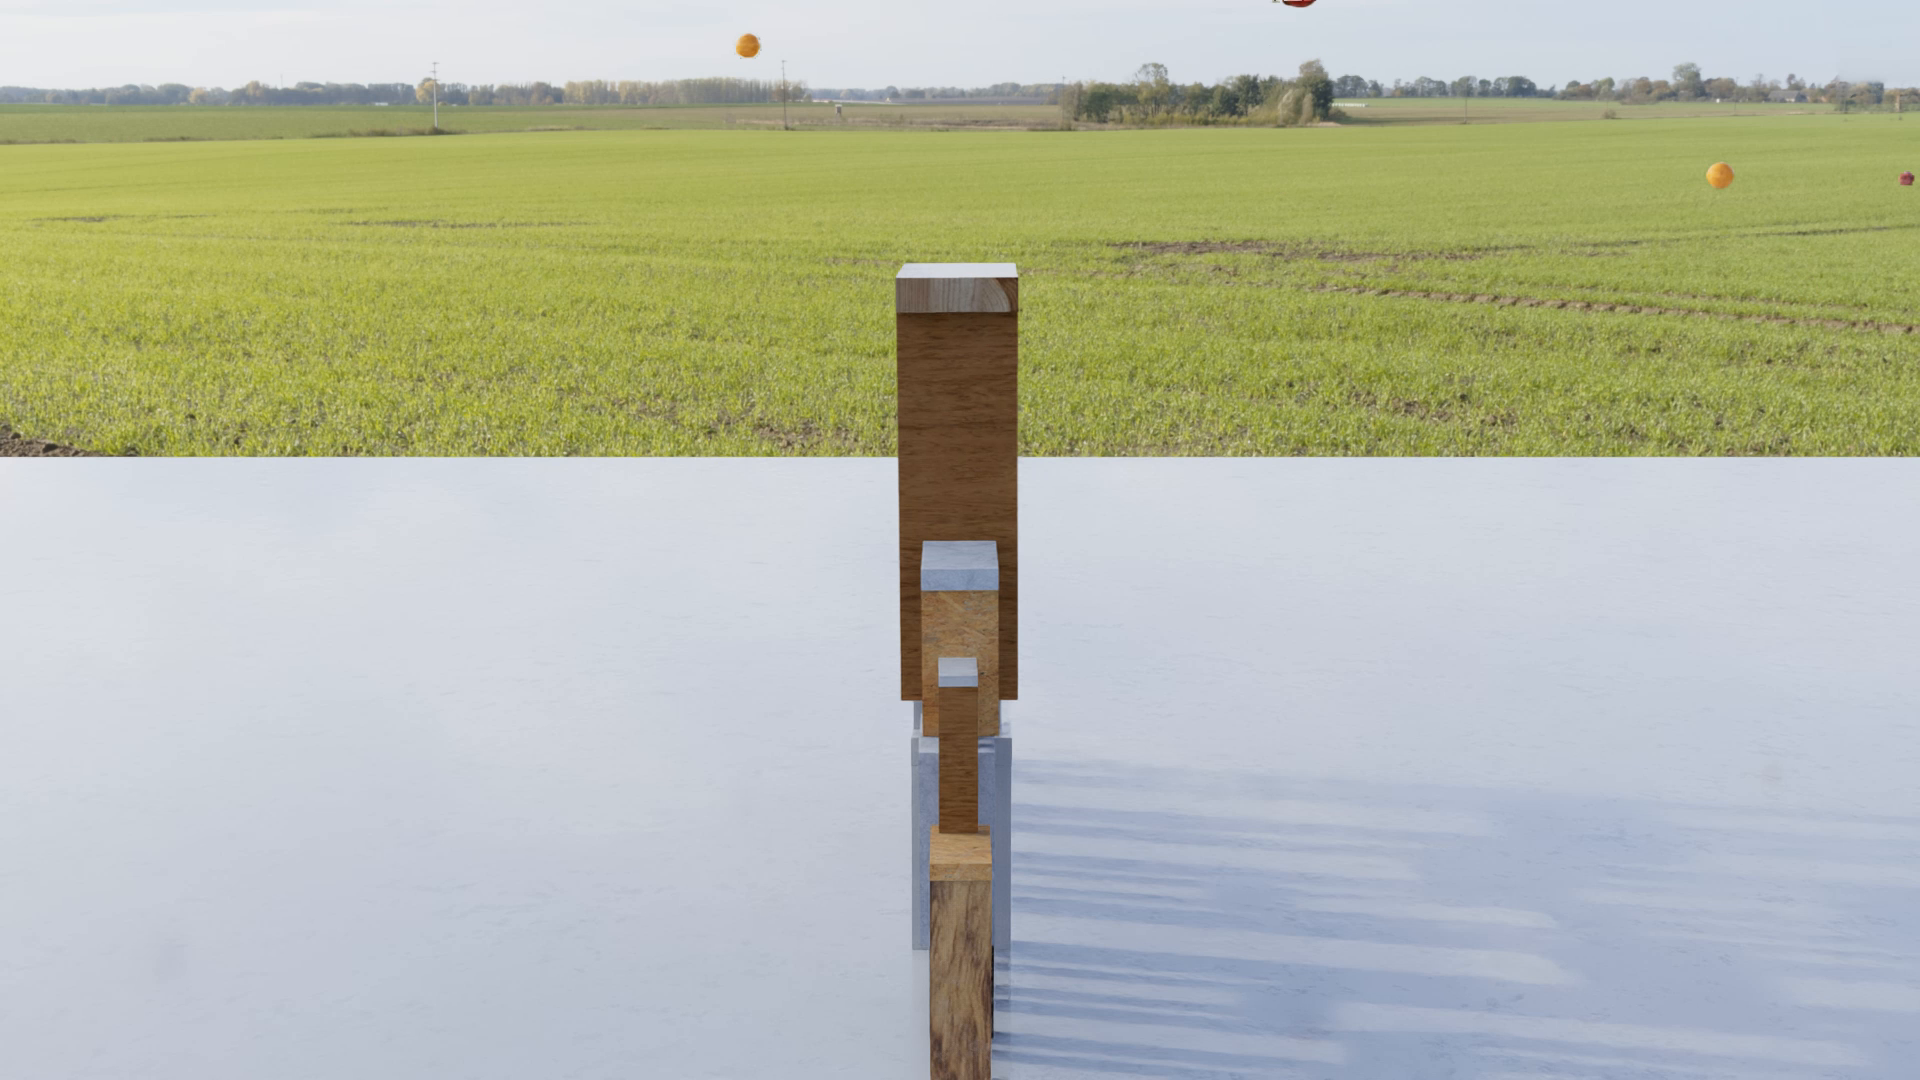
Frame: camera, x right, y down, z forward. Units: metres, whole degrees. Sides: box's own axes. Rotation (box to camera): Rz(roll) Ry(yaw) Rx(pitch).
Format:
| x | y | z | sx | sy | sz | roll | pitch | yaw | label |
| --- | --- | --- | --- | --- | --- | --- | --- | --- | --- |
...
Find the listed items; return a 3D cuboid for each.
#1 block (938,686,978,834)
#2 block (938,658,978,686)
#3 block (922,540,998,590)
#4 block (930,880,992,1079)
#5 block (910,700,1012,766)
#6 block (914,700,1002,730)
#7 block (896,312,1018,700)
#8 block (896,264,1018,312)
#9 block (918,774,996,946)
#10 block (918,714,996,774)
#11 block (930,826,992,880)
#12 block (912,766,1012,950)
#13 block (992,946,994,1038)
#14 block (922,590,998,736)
| x | y | z | sx | sy | sz | roll | pitch | yaw | label |
| --- | --- | --- | --- | --- | --- | --- | --- | --- | --- |
| -0.002 | 0.287 | 2.893 | 0.051 | 0.201 | 0.015 | 0 | 11 | 0 | block |
| -0.003 | 0.174 | 2.908 | 0.051 | 0.015 | 0.103 | 0 | 11 | -1 | block |
| 0.000 | 0.034 | 3.045 | 0.104 | 0.029 | 0.208 | 0 | 10 | 0 | block |
| 0.001 | 0.583 | 2.842 | 0.079 | 0.317 | 0.022 | 0 | 11 | 0 | block |
| 0.002 | 0.292 | 3.477 | 0.153 | 0.043 | 0.306 | 0 | 11 | 0 | block |
| -0.004 | 0.154 | 3.365 | 0.135 | 0.269 | 0.038 | 0 | 11 | 0 | block |
| -0.002 | -0.050 | 3.199 | 0.172 | 0.571 | 0.049 | 0 | 11 | 0 | block |
| -0.002 | -0.375 | 3.255 | 0.172 | 0.049 | 0.344 | 0 | 10 | 1 | block |
| -0.004 | 0.428 | 2.987 | 0.102 | 0.250 | 0.029 | 0 | 10 | 0 | block |
| -0.004 | 0.278 | 3.028 | 0.102 | 0.029 | 0.204 | 0 | 10 | 0 | block |
| 0.001 | 0.406 | 2.862 | 0.079 | 0.022 | 0.158 | 0 | 11 | 0 | block |
| 0.002 | 0.482 | 3.410 | 0.153 | 0.306 | 0.043 | 0 | 11 | 0 | block |
| 0.002 | 0.608 | 3.080 | 0.090 | 0.179 | 0.025 | 0 | 11 | 0 | block |
| 0.000 | 0.163 | 2.999 | 0.104 | 0.208 | 0.029 | 0 | 10 | 0 | block |
